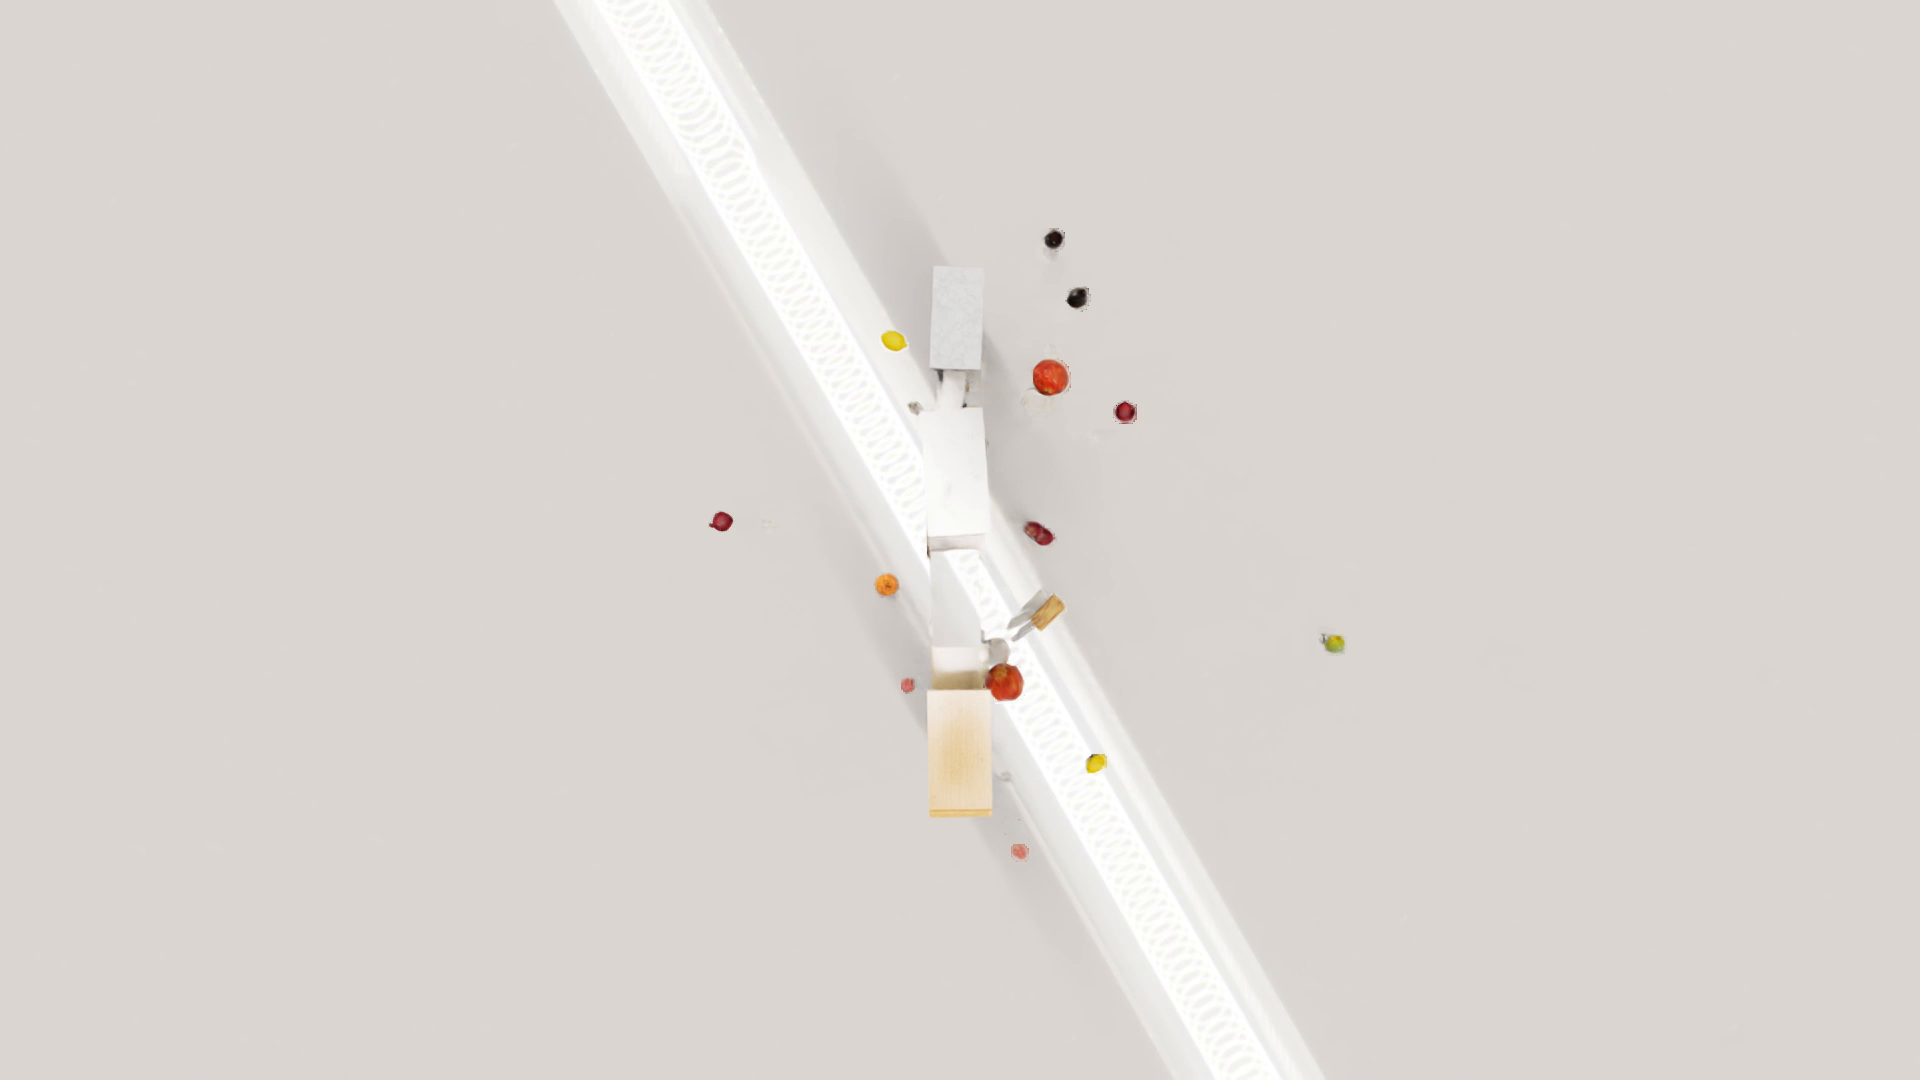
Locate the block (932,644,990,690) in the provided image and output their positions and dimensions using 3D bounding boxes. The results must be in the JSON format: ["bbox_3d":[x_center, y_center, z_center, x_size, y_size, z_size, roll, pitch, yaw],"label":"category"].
[{"bbox_3d":[0.002,0.499,5.122,0.176,0.050,0.353,0,90,0],"label":"block"}]

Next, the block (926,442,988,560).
[{"bbox_3d":[-0.009,-0.114,4.786,0.171,0.049,0.343,1,90,0],"label":"block"}]

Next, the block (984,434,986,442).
[{"bbox_3d":[0.003,-0.179,5.175,0.152,0.043,0.303,0,90,0],"label":"block"}]

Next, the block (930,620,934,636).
[{"bbox_3d":[-0.016,0.243,4.640,0.130,0.282,0.037,1,91,1],"label":"block"}]

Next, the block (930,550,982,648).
[{"bbox_3d":[-0.010,0.158,4.481,0.131,0.037,0.261,-2,89,1],"label":"block"}]

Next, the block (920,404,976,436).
[{"bbox_3d":[-0.021,-0.303,4.595,0.167,0.334,0.047,-29,90,0],"label":"block"}]

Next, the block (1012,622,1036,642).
[{"bbox_3d":[0.210,0.281,5.197,0.016,0.056,0.113,45,45,13],"label":"block"}]

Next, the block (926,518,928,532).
[{"bbox_3d":[-0.010,-0.051,4.594,0.167,0.334,0.047,2,86,0],"label":"block"}]

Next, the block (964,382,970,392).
[{"bbox_3d":[-0.003,-0.443,4.788,0.063,0.126,0.018,0,90,0],"label":"block"}]

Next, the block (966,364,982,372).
[{"bbox_3d":[-0.010,-0.516,4.711,0.140,0.281,0.040,1,90,0],"label":"block"}]

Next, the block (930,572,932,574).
[{"bbox_3d":[-0.018,0.072,4.632,0.131,0.261,0.037,0,92,0],"label":"block"}]

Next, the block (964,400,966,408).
[{"bbox_3d":[-0.012,-0.377,4.788,0.063,0.126,0.018,-13,72,0],"label":"block"}]

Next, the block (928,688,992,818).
[{"bbox_3d":[0.000,0.571,4.421,0.169,0.048,0.338,-1,90,0],"label":"block"}]

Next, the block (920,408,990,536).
[{"bbox_3d":[-0.012,-0.181,4.403,0.167,0.047,0.334,-4,90,0],"label":"block"}]

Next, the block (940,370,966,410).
[{"bbox_3d":[-0.019,-0.430,4.716,0.063,0.018,0.126,5,90,0],"label":"block"}]

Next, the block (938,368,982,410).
[{"bbox_3d":[-0.001,-0.437,4.870,0.132,0.037,0.265,0,90,0],"label":"block"}]

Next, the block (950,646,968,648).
[{"bbox_3d":[-0.004,0.300,4.725,0.056,0.113,0.016,0,86,0],"label":"block"}]

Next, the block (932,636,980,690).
[{"bbox_3d":[-0.009,0.377,4.801,0.138,0.039,0.275,-1,90,0],"label":"block"}]

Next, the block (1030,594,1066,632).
[{"bbox_3d":[0.273,0.227,5.139,0.113,0.016,0.056,-46,112,-15],"label":"block"}]

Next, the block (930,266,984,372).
[{"bbox_3d":[-0.008,-0.610,4.550,0.140,0.040,0.281,2,90,0],"label":"block"}]
